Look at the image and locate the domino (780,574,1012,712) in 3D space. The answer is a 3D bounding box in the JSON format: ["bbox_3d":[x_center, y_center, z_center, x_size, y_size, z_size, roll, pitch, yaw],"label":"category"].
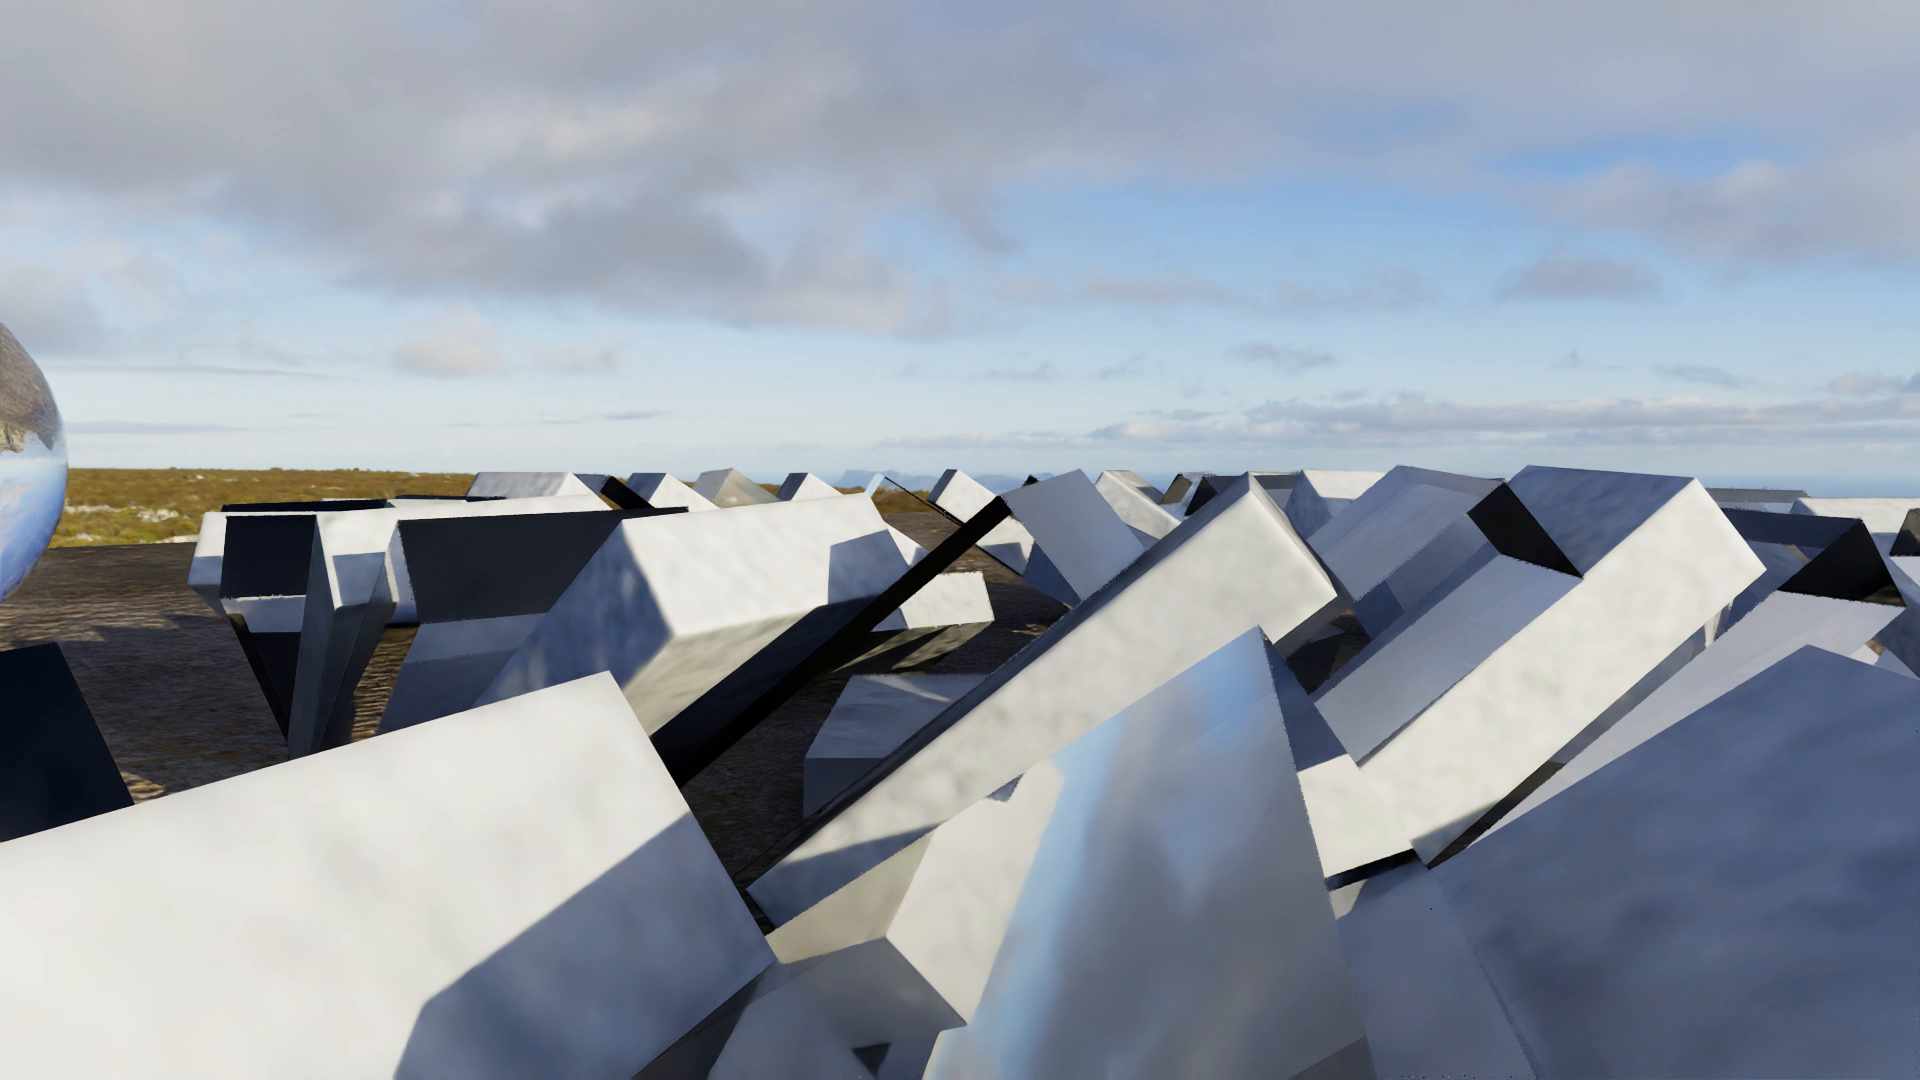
[{"bbox_3d":[-0.017,0.017,0.203,0.025,0.010,0.050,-34,-18,36],"label":"domino"}]

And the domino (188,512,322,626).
[{"bbox_3d":[-0.080,0.012,0.174,0.025,0.009,0.050,0,-27,-6],"label":"domino"}]

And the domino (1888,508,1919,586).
[{"bbox_3d":[0.167,0.012,0.191,0.025,0.009,0.050,0,33,3],"label":"domino"}]

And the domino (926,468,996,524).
[{"bbox_3d":[0.016,0.001,0.315,0.050,0.009,0.025,34,-1,-8],"label":"domino"}]

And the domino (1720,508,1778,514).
[{"bbox_3d":[0.086,0.013,0.159,0.025,0.010,0.050,9,39,35],"label":"domino"}]

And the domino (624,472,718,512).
[{"bbox_3d":[-0.051,0.003,0.286,0.050,0.009,0.025,37,-15,-27],"label":"domino"}]

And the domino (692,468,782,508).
[{"bbox_3d":[-0.038,0.002,0.295,0.050,0.010,0.025,35,-15,-23],"label":"domino"}]

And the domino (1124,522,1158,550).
[{"bbox_3d":[0.042,0.011,0.244,0.050,0.009,0.025,28,22,35],"label":"domino"}]

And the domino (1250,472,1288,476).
[{"bbox_3d":[0.091,0.002,0.305,0.050,0.010,0.025,40,23,26],"label":"domino"}]

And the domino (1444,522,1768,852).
[{"bbox_3d":[0.071,0.015,0.142,0.025,0.009,0.050,3,36,39],"label":"domino"}]

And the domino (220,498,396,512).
[{"bbox_3d":[-0.085,0.010,0.194,0.025,0.010,0.050,-1,-27,11],"label":"domino"}]

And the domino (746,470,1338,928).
[{"bbox_3d":[0.007,0.014,0.108,0.050,0.010,0.025,-40,-3,14],"label":"domino"}]

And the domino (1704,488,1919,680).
[{"bbox_3d":[0.158,0.008,0.234,0.025,0.009,0.050,1,34,-11],"label":"domino"}]

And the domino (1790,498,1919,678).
[{"bbox_3d":[0.164,0.010,0.213,0.025,0.010,0.050,0,34,-4],"label":"domino"}]

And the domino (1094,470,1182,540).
[{"bbox_3d":[0.056,0.001,0.318,0.050,0.009,0.025,37,16,17],"label":"domino"}]

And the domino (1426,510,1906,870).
[{"bbox_3d":[0.057,0.016,0.119,0.050,0.010,0.025,-36,11,-9],"label":"domino"}]

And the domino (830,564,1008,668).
[{"bbox_3d":[-0.019,0.015,0.235,0.050,0.010,0.025,-3,-23,-32],"label":"domino"}]

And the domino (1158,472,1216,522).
[{"bbox_3d":[0.075,0.001,0.312,0.050,0.009,0.025,39,21,21],"label":"domino"}]

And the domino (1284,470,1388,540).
[{"bbox_3d":[0.077,0.007,0.218,0.025,0.009,0.050,1,40,-15],"label":"domino"}]

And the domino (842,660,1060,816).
[{"bbox_3d":[-0.001,0.025,0.172,0.025,0.009,0.050,0,4,1],"label":"domino"}]

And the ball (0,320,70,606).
[{"bbox_3d":[-0.209,-0.015,0.231,0.080,0.080,0.080,0,4,0],"label":"ball"}]

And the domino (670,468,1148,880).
[{"bbox_3d":[-0.008,0.014,0.110,0.050,0.010,0.025,-40,-6,19],"label":"domino"}]

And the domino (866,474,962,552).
[{"bbox_3d":[-0.001,0.002,0.312,0.050,0.010,0.025,33,-1,-9],"label":"domino"}]

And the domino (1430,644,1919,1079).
[{"bbox_3d":[0.005,0.022,0.028,0.050,0.010,0.025,-35,0,9],"label":"domino"}]

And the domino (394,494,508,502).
[{"bbox_3d":[-0.078,0.008,0.235,0.025,0.009,0.050,2,-26,25],"label":"domino"}]

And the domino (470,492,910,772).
[{"bbox_3d":[-0.029,0.015,0.113,0.025,0.009,0.050,-9,-26,-50],"label":"domino"}]

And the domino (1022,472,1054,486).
[{"bbox_3d":[0.038,0.001,0.321,0.050,0.009,0.025,34,12,10],"label":"domino"}]

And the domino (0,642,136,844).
[{"bbox_3d":[-0.048,0.022,0.036,0.050,0.010,0.025,-35,-9,24],"label":"domino"}]

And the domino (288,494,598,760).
[{"bbox_3d":[-0.056,0.013,0.137,0.025,0.009,0.050,-6,-28,-34],"label":"domino"}]

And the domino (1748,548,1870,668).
[{"bbox_3d":[0.149,0.005,0.255,0.025,0.009,0.050,1,35,-22],"label":"domino"}]

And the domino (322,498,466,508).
[{"bbox_3d":[-0.082,0.009,0.214,0.025,0.010,0.050,1,-27,14],"label":"domino"}]

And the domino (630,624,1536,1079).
[{"bbox_3d":[-0.011,0.022,0.030,0.050,0.009,0.025,-35,0,12],"label":"domino"}]

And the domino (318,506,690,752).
[{"bbox_3d":[-0.045,0.015,0.125,0.025,0.010,0.050,-4,-29,-37],"label":"domino"}]

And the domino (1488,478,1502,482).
[{"bbox_3d":[0.084,0.009,0.199,0.025,0.009,0.050,1,40,-2],"label":"domino"}]

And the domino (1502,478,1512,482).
[{"bbox_3d":[0.090,0.010,0.181,0.025,0.010,0.050,6,39,15],"label":"domino"}]

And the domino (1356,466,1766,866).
[{"bbox_3d":[0.040,0.014,0.112,0.050,0.010,0.025,-41,7,0],"label":"domino"}]

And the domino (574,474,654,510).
[{"bbox_3d":[-0.063,0.004,0.271,0.025,0.010,0.050,5,-29,47],"label":"domino"}]

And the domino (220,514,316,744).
[{"bbox_3d":[-0.070,0.013,0.155,0.025,0.009,0.050,-1,-28,-19],"label":"domino"}]

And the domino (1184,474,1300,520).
[{"bbox_3d":[0.065,0.007,0.232,0.025,0.009,0.050,-2,40,-29],"label":"domino"}]

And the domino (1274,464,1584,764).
[{"bbox_3d":[0.024,0.014,0.109,0.050,0.010,0.025,-40,4,5],"label":"domino"}]

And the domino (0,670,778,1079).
[{"bbox_3d":[-0.031,0.022,0.033,0.050,0.009,0.025,-35,-7,18],"label":"domino"}]

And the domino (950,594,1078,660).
[{"bbox_3d":[0.016,0.019,0.258,0.050,0.010,0.025,4,6,44],"label":"domino"}]

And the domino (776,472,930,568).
[{"bbox_3d":[-0.020,0.002,0.305,0.050,0.009,0.025,34,-7,-16],"label":"domino"}]

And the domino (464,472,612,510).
[{"bbox_3d":[-0.071,0.005,0.252,0.025,0.010,0.050,2,-32,31],"label":"domino"}]

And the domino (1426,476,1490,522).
[{"bbox_3d":[0.122,0.004,0.283,0.025,0.009,0.050,-3,38,-43],"label":"domino"}]
